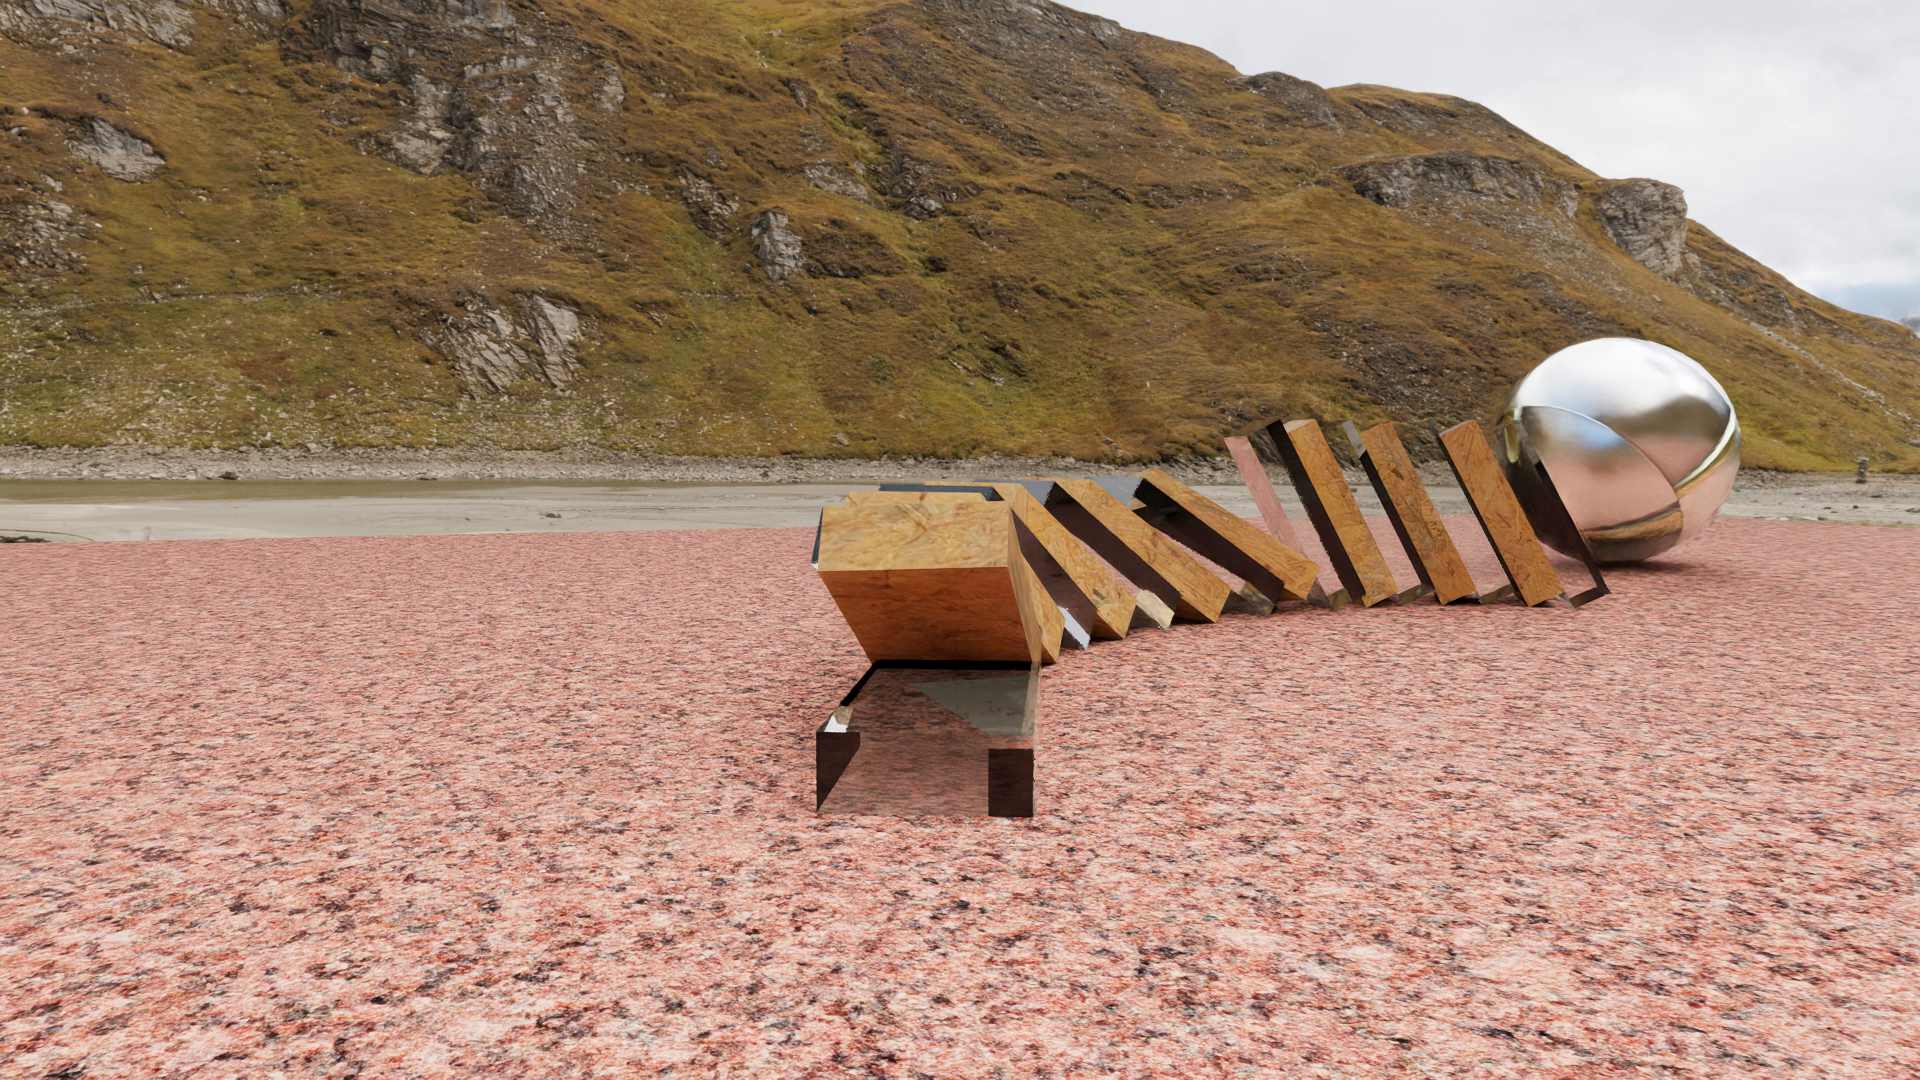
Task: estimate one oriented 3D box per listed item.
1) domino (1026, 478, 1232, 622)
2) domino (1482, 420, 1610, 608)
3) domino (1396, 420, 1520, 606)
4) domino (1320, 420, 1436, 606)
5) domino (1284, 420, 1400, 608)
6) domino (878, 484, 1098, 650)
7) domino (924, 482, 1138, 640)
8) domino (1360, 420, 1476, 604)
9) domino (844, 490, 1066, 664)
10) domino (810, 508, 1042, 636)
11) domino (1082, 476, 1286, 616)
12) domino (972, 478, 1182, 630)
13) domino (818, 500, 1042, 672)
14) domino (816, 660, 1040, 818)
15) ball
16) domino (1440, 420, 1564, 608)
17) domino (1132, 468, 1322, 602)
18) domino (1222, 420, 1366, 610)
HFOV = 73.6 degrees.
[{"bbox_3d":[0.038,0.002,0.304,0.050,0.009,0.025,34,-14,-29],"label":"domino"},{"bbox_3d":[0.155,-0.008,0.343,0.010,0.050,0.025,-27,-3,16],"label":"domino"},{"bbox_3d":[0.135,-0.008,0.350,0.010,0.050,0.025,-27,-3,16],"label":"domino"},{"bbox_3d":[0.111,-0.008,0.349,0.010,0.050,0.025,-27,1,8],"label":"domino"},{"bbox_3d":[0.099,-0.008,0.344,0.010,0.050,0.025,-27,4,2],"label":"domino"},{"bbox_3d":[0.006,0.006,0.255,0.025,0.010,0.050,3,-27,33],"label":"domino"},{"bbox_3d":[0.014,0.005,0.272,0.025,0.010,0.050,4,-27,40],"label":"domino"},{"bbox_3d":[0.124,-0.008,0.351,0.009,0.050,0.025,-27,-3,16],"label":"domino"},{"bbox_3d":[0.000,0.008,0.235,0.025,0.009,0.050,2,-27,24],"label":"domino"},{"bbox_3d":[-0.004,0.010,0.215,0.025,0.010,0.050,1,-25,17],"label":"domino"},{"bbox_3d":[0.053,0.002,0.315,0.050,0.010,0.025,33,-12,-25],"label":"domino"},{"bbox_3d":[0.025,0.004,0.288,0.025,0.009,0.050,5,-26,48],"label":"domino"},{"bbox_3d":[-0.003,0.010,0.190,0.025,0.010,0.050,-2,-26,8],"label":"domino"},{"bbox_3d":[-0.002,0.025,0.172,0.025,0.010,0.050,0,4,4],"label":"domino"},{"bbox_3d":[0.232,-0.032,0.458,0.080,0.080,0.080,0,4,0],"label":"ball"},{"bbox_3d":[0.145,-0.008,0.347,0.009,0.050,0.025,-27,-3,16],"label":"domino"},{"bbox_3d":[0.064,-0.001,0.329,0.050,0.010,0.025,30,-10,-8],"label":"domino"},{"bbox_3d":[0.087,-0.007,0.337,0.009,0.050,0.025,-28,5,0],"label":"domino"}]
